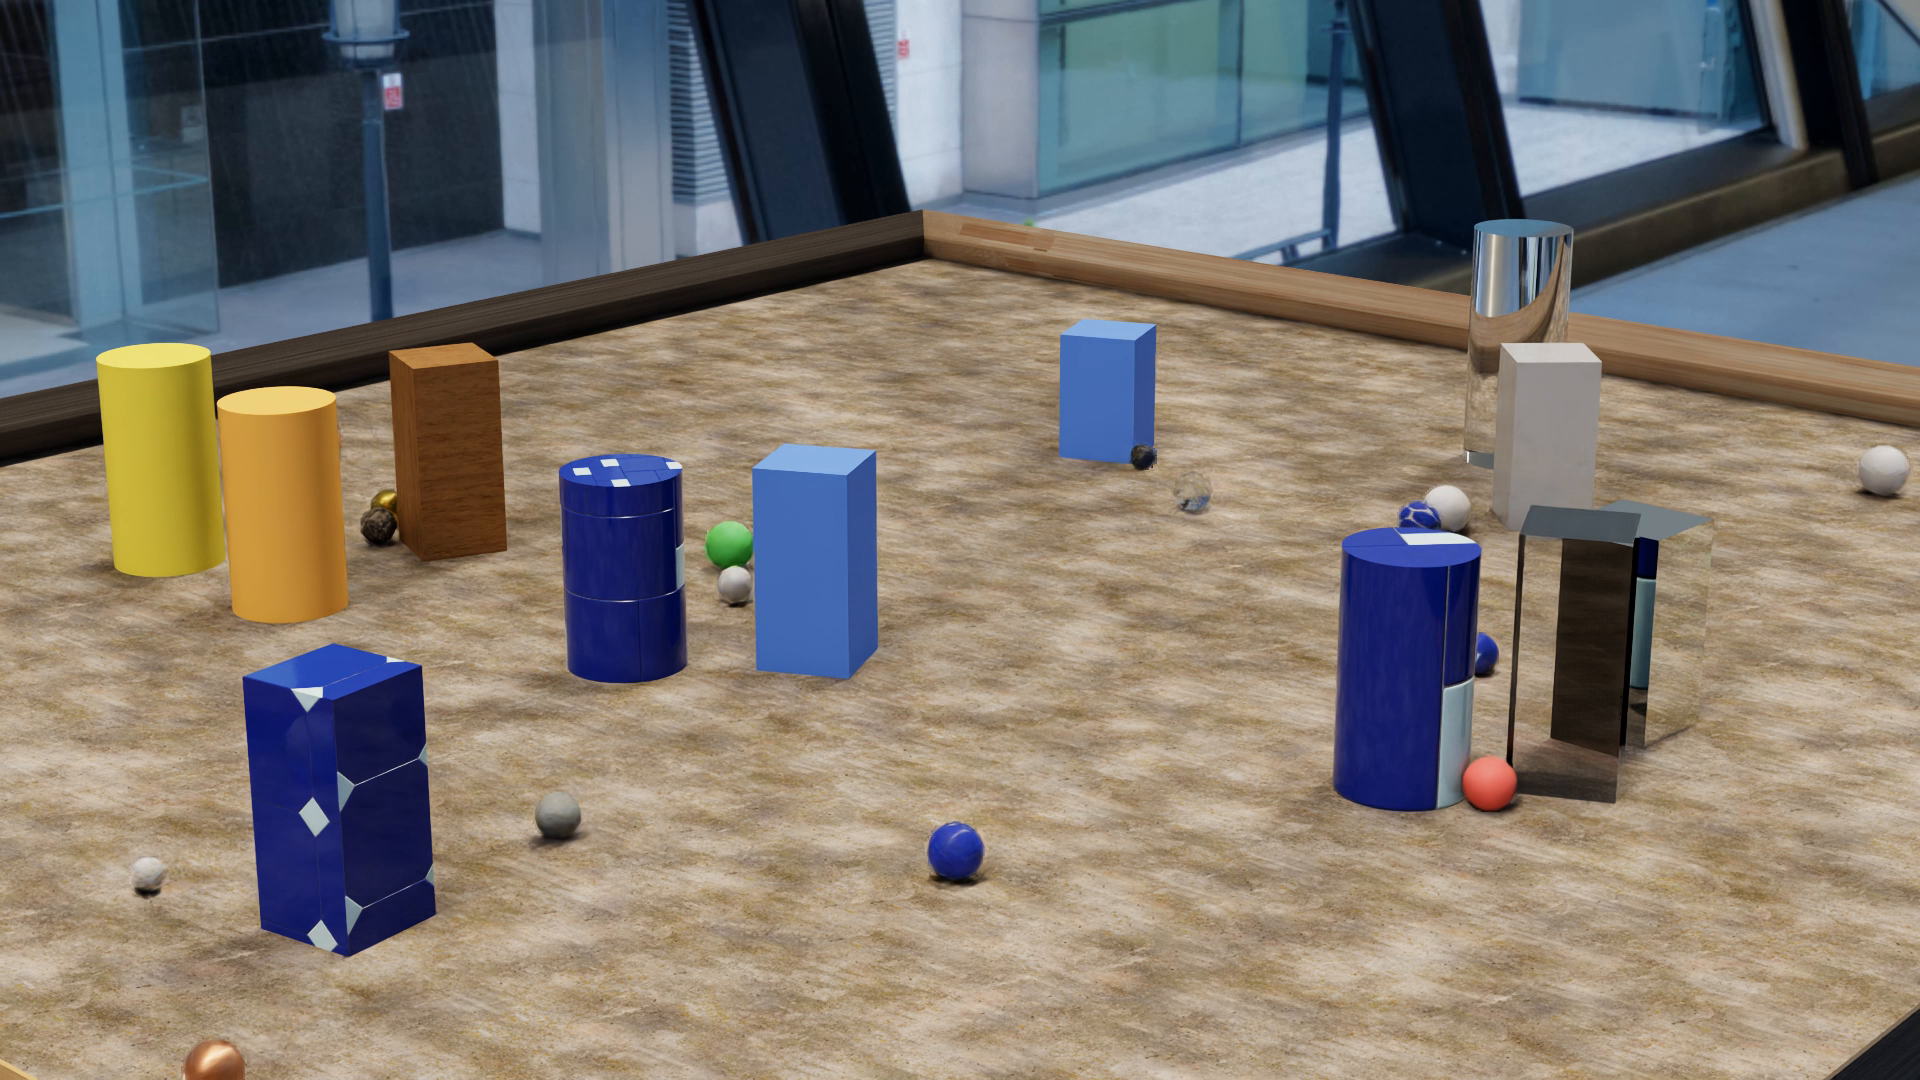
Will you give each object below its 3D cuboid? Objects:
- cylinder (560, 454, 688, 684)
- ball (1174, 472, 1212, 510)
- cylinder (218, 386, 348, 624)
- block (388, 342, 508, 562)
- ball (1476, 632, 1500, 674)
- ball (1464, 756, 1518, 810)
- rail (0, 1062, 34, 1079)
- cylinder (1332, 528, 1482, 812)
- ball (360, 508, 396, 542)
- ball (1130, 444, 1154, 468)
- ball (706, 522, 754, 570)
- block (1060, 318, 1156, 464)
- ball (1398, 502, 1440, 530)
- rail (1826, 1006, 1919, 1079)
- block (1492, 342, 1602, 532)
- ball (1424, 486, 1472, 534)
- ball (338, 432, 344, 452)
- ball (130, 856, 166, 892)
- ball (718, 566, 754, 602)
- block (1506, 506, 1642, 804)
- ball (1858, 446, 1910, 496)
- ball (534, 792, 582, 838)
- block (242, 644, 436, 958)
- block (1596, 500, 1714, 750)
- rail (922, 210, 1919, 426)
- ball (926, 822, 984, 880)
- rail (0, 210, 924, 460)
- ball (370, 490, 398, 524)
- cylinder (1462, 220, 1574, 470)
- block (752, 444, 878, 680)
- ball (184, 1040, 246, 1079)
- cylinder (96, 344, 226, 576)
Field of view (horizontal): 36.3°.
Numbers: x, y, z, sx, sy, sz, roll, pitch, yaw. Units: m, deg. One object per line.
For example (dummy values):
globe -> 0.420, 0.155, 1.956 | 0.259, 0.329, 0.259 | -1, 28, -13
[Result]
cylinder -> -0.543, 0.044, 4.737 | 0.197, 0.327, 0.197 | 0, 17, 0
ball -> 0.447, -0.094, 5.634 | 0.074, 0.074, 0.074 | 0, 17, 0
cylinder -> -1.159, -0.062, 5.024 | 0.197, 0.365, 0.197 | 0, 17, 0
block -> -0.937, -0.163, 5.368 | 0.157, 0.359, 0.157 | -8, 19, -25
ball -> 0.835, 0.183, 4.726 | 0.067, 0.067, 0.067 | 0, 17, 0
ball -> 0.755, 0.346, 4.172 | 0.076, 0.076, 0.076 | 0, 17, 0
rail -> -1.438, 0.510, 3.534 | 4.119, 0.128, 0.045 | 14, 22, 39
cylinder -> 0.640, 0.184, 4.208 | 0.197, 0.365, 0.197 | 0, 17, 0
ball -> -1.077, -0.028, 5.428 | 0.066, 0.066, 0.066 | 0, 17, 0
ball -> 0.369, -0.169, 5.926 | 0.050, 0.050, 0.050 | 0, 17, 0
ball -> -0.413, 0.010, 5.268 | 0.087, 0.087, 0.087 | 0, 17, 0
block -> 0.304, -0.307, 6.024 | 0.157, 0.257, 0.157 | 6, 18, 19
ball -> 0.850, -0.033, 5.426 | 0.078, 0.078, 0.078 | 0, 17, 0
rail -> 1.537, 0.417, 3.842 | 0.045, 0.128, 4.434 | 14, 22, 39
block -> 1.105, -0.195, 5.534 | 0.157, 0.326, 0.157 | 0, 17, -1
ball -> 0.909, -0.057, 5.482 | 0.091, 0.091, 0.091 | 0, 17, 0
ball -> -1.297, -0.201, 6.003 | 0.067, 0.067, 0.067 | 0, 17, 0
ball -> -1.079, 0.444, 3.898 | 0.046, 0.046, 0.046 | 0, 17, 0
ball -> -0.390, 0.077, 5.088 | 0.063, 0.063, 0.063 | 0, 17, 0
block -> 0.885, 0.163, 4.236 | 0.157, 0.389, 0.157 | 5, 17, 16
ball -> 1.808, -0.136, 5.735 | 0.097, 0.097, 0.097 | 0, 17, 0
ball -> -0.558, 0.382, 4.071 | 0.064, 0.064, 0.064 | 0, 17, 0
block -> -0.793, 0.331, 3.757 | 0.157, 0.344, 0.157 | 11, 20, 32
block -> 1.026, 0.126, 4.466 | 0.157, 0.328, 0.157 | 15, 23, 41
rail -> 1.438, -0.446, 6.705 | 4.119, 0.128, 0.045 | 14, 22, 39
ball -> -0.006, 0.417, 3.934 | 0.077, 0.077, 0.077 | 0, 17, 0
rail -> -1.537, -0.353, 6.398 | 0.045, 0.128, 4.434 | 14, 22, 39
ball -> -1.079, -0.061, 5.536 | 0.069, 0.069, 0.069 | 0, 17, 0
cylinder -> 1.128, -0.395, 5.935 | 0.197, 0.478, 0.197 | 0, 17, 0
block -> -0.233, 0.033, 4.754 | 0.157, 0.340, 0.157 | 5, 17, 15
ball -> -0.848, 0.602, 3.335 | 0.068, 0.068, 0.068 | 0, 17, 0
cylinder -> -1.435, -0.145, 5.272 | 0.197, 0.382, 0.197 | 0, 17, 0
